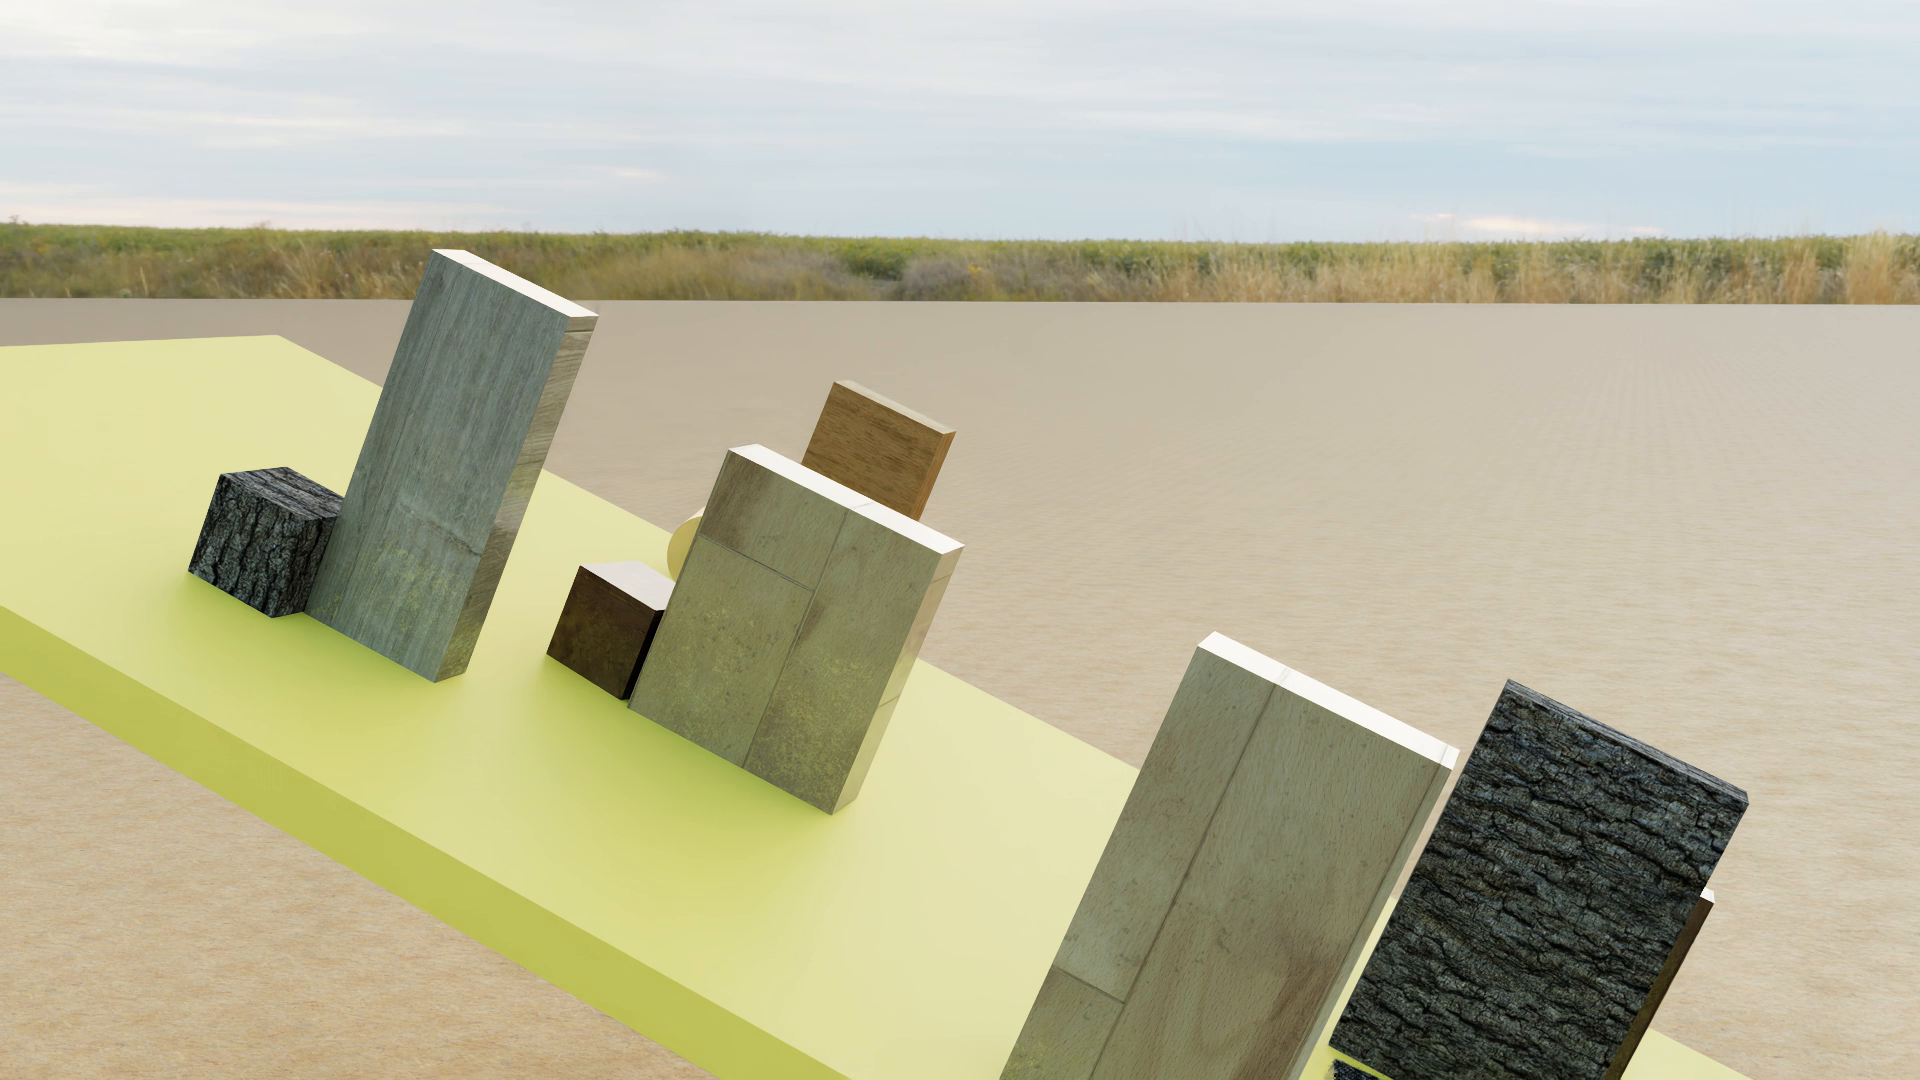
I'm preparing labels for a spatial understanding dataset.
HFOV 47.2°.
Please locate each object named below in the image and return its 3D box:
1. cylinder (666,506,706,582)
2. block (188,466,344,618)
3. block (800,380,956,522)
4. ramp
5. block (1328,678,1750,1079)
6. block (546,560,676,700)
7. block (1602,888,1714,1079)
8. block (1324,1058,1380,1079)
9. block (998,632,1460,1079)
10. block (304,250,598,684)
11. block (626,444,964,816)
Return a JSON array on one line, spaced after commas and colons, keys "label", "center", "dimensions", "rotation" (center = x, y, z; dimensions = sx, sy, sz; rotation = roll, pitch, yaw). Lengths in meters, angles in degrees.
[{"label": "cylinder", "center": [-0.543, 0.023, 4.973], "dimensions": [0.198, 0.198, 0.198], "rotation": [1, 11, 7]}, {"label": "block", "center": [-1.217, 0.001, 3.934], "dimensions": [0.190, 0.190, 0.190], "rotation": [27, 13, 15]}, {"label": "block", "center": [-0.250, -0.043, 4.923], "dimensions": [0.276, 0.562, 0.096], "rotation": [26, 13, 13]}, {"label": "ramp", "center": [-0.286, 0.497, 4.183], "dimensions": [4.000, 0.100, 2.000], "rotation": [26, 13, 13]}, {"label": "block", "center": [1.003, 0.668, 3.854], "dimensions": [0.439, 0.727, 0.095], "rotation": [26, 13, 13]}, {"label": "block", "center": [-0.638, 0.171, 4.240], "dimensions": [0.191, 0.191, 0.191], "rotation": [29, 14, 23]}, {"label": "block", "center": [1.146, 0.788, 4.209], "dimensions": [0.402, 0.460, 0.082], "rotation": [26, 13, 13]}, {"label": "block", "center": [0.618, 0.936, 3.375], "dimensions": [0.168, 0.168, 0.168], "rotation": [24, 13, 4]}, {"label": "block", "center": [0.385, 0.557, 3.216], "dimensions": [0.390, 0.741, 0.130], "rotation": [26, 13, 13]}, {"label": "block", "center": [-0.898, -0.129, 3.863], "dimensions": [0.283, 0.700, 0.107], "rotation": [26, 13, 13]}, {"label": "block", "center": [-0.308, 0.162, 4.073], "dimensions": [0.444, 0.534, 0.136], "rotation": [26, 13, 13]}]
